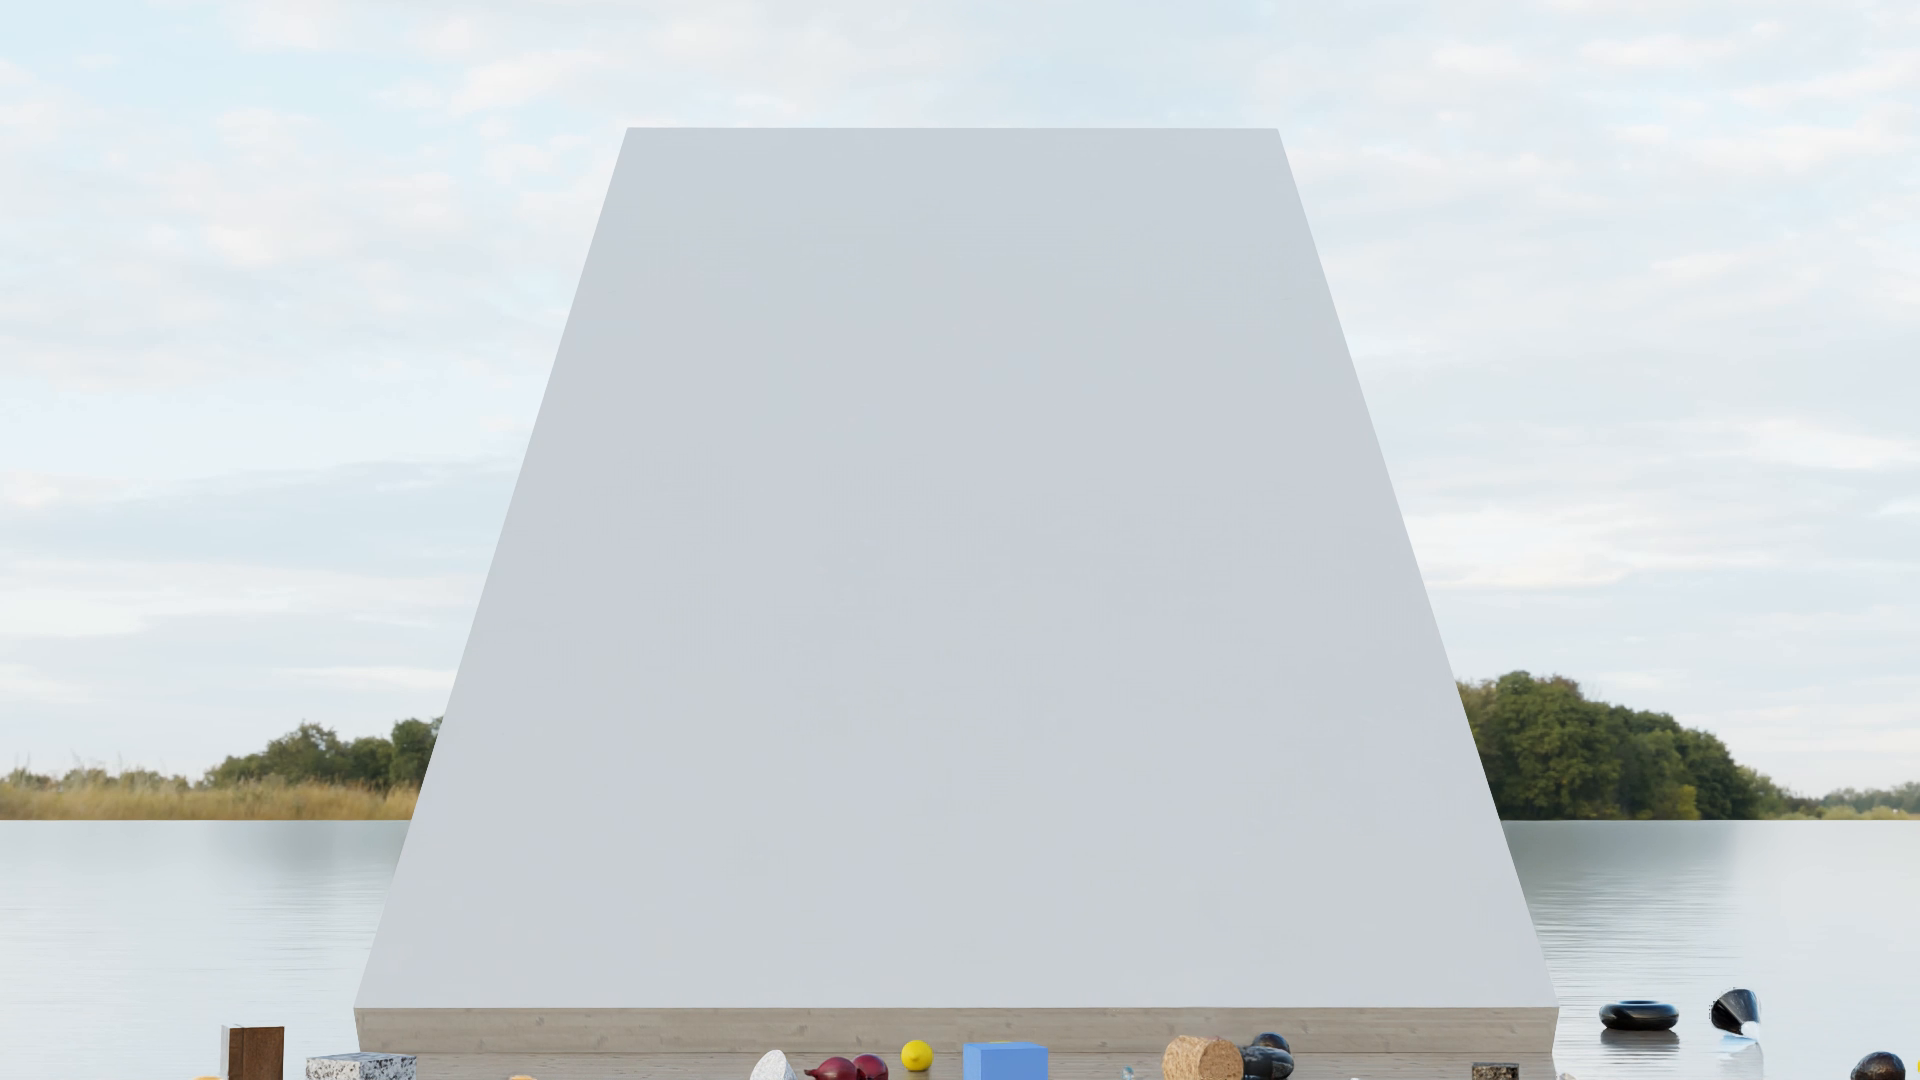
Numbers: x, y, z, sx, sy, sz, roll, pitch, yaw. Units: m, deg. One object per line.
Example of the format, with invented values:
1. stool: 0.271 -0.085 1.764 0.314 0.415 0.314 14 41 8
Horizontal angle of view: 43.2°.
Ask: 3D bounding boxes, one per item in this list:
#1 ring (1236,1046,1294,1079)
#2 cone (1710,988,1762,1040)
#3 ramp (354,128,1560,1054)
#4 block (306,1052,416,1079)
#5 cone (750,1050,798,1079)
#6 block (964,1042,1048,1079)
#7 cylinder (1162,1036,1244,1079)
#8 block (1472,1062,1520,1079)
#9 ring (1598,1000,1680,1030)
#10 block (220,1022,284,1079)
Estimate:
1. ring: 0.442 0.796 3.690 0.131 0.044 0.131 1 -6 0
2. cone: 1.407 0.868 4.335 0.096 0.096 0.096 1 20 -8
3. ramp: -0.014 -0.204 5.766 2.000 0.100 4.000 0 31 0
4. block: -0.750 0.696 3.038 0.096 0.096 0.096 -4 -8 33
5. cone: -0.242 0.767 3.403 0.078 0.078 0.078 40 -29 -31
6. block: 0.060 0.719 3.228 0.091 0.091 0.091 2 -7 -15
7. cylinder: 0.345 0.750 3.453 0.082 0.082 0.082 4 -8 -33
8. block: 0.727 0.742 3.290 0.060 0.060 0.060 -2 -7 15
9. ring: 1.270 0.889 4.537 0.146 0.049 0.146 -1 -6 0
10. block: -1.072 0.775 3.674 0.080 0.080 0.080 3 -7 -25
